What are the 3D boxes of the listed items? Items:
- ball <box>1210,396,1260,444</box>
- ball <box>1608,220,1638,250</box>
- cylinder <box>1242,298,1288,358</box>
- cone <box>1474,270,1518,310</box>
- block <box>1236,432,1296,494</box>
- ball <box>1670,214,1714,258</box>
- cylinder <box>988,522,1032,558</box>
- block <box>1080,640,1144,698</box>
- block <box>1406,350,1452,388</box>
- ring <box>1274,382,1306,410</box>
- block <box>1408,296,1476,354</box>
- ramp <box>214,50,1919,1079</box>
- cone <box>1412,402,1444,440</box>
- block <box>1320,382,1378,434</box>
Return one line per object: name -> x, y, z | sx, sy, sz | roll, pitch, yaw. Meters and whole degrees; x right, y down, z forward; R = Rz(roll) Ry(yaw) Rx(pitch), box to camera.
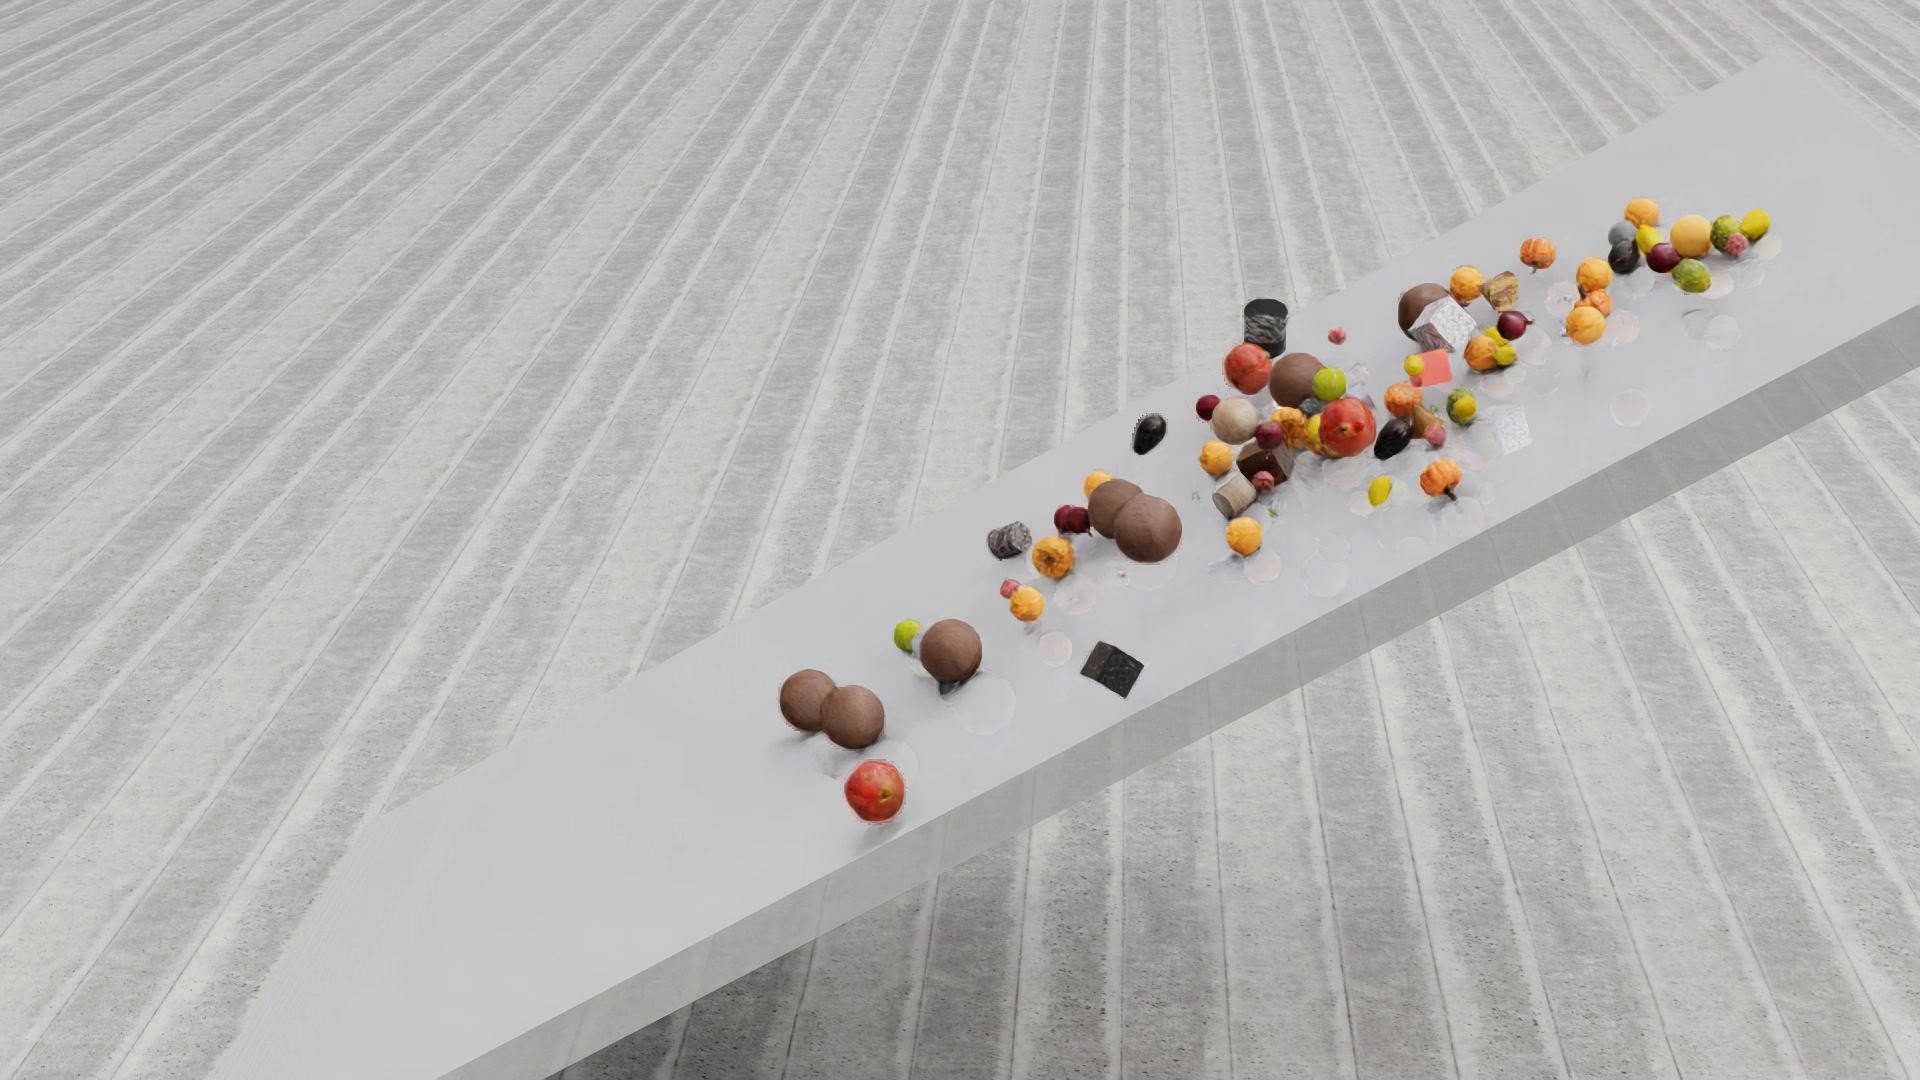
ball -> 0.547, -0.237, 5.850 | 0.096, 0.096, 0.096 | 0, 19, 0
ball -> 1.371, -0.629, 6.079 | 0.062, 0.062, 0.062 | 0, 19, 0
cylinder -> 0.689, -0.477, 6.638 | 0.097, 0.097, 0.097 | -2, 42, 1
cone -> 1.097, -0.521, 6.092 | 0.085, 0.085, 0.085 | -13, 17, -34
block -> 0.625, -0.157, 6.010 | 0.080, 0.080, 0.080 | -24, 16, 27
ball -> 1.437, -0.596, 5.771 | 0.086, 0.086, 0.086 | 0, 19, 0
cylinder -> 0.111, 0.000, 6.561 | 0.070, 0.070, 0.070 | -18, 2, 43
block -> 0.270, 0.230, 5.224 | 0.069, 0.069, 0.069 | 32, -6, -23
block -> 0.921, -0.337, 5.775 | 0.062, 0.062, 0.062 | -13, 5, -9
ring -> 0.722, -0.315, 6.440 | 0.080, 0.027, 0.080 | -31, 18, 11
block -> 0.962, -0.424, 5.868 | 0.080, 0.080, 0.080 | -52, 13, -24
ramp -> 0.142, 0.168, 6.286 | 4.000, 0.100, 2.000 | -29, 15, 12
cone -> 0.900, -0.244, 5.758 | 0.068, 0.068, 0.068 | -30, 15, 9
block -> 0.793, -0.270, 5.998 | 0.075, 0.075, 0.075 | -28, 3, -15
